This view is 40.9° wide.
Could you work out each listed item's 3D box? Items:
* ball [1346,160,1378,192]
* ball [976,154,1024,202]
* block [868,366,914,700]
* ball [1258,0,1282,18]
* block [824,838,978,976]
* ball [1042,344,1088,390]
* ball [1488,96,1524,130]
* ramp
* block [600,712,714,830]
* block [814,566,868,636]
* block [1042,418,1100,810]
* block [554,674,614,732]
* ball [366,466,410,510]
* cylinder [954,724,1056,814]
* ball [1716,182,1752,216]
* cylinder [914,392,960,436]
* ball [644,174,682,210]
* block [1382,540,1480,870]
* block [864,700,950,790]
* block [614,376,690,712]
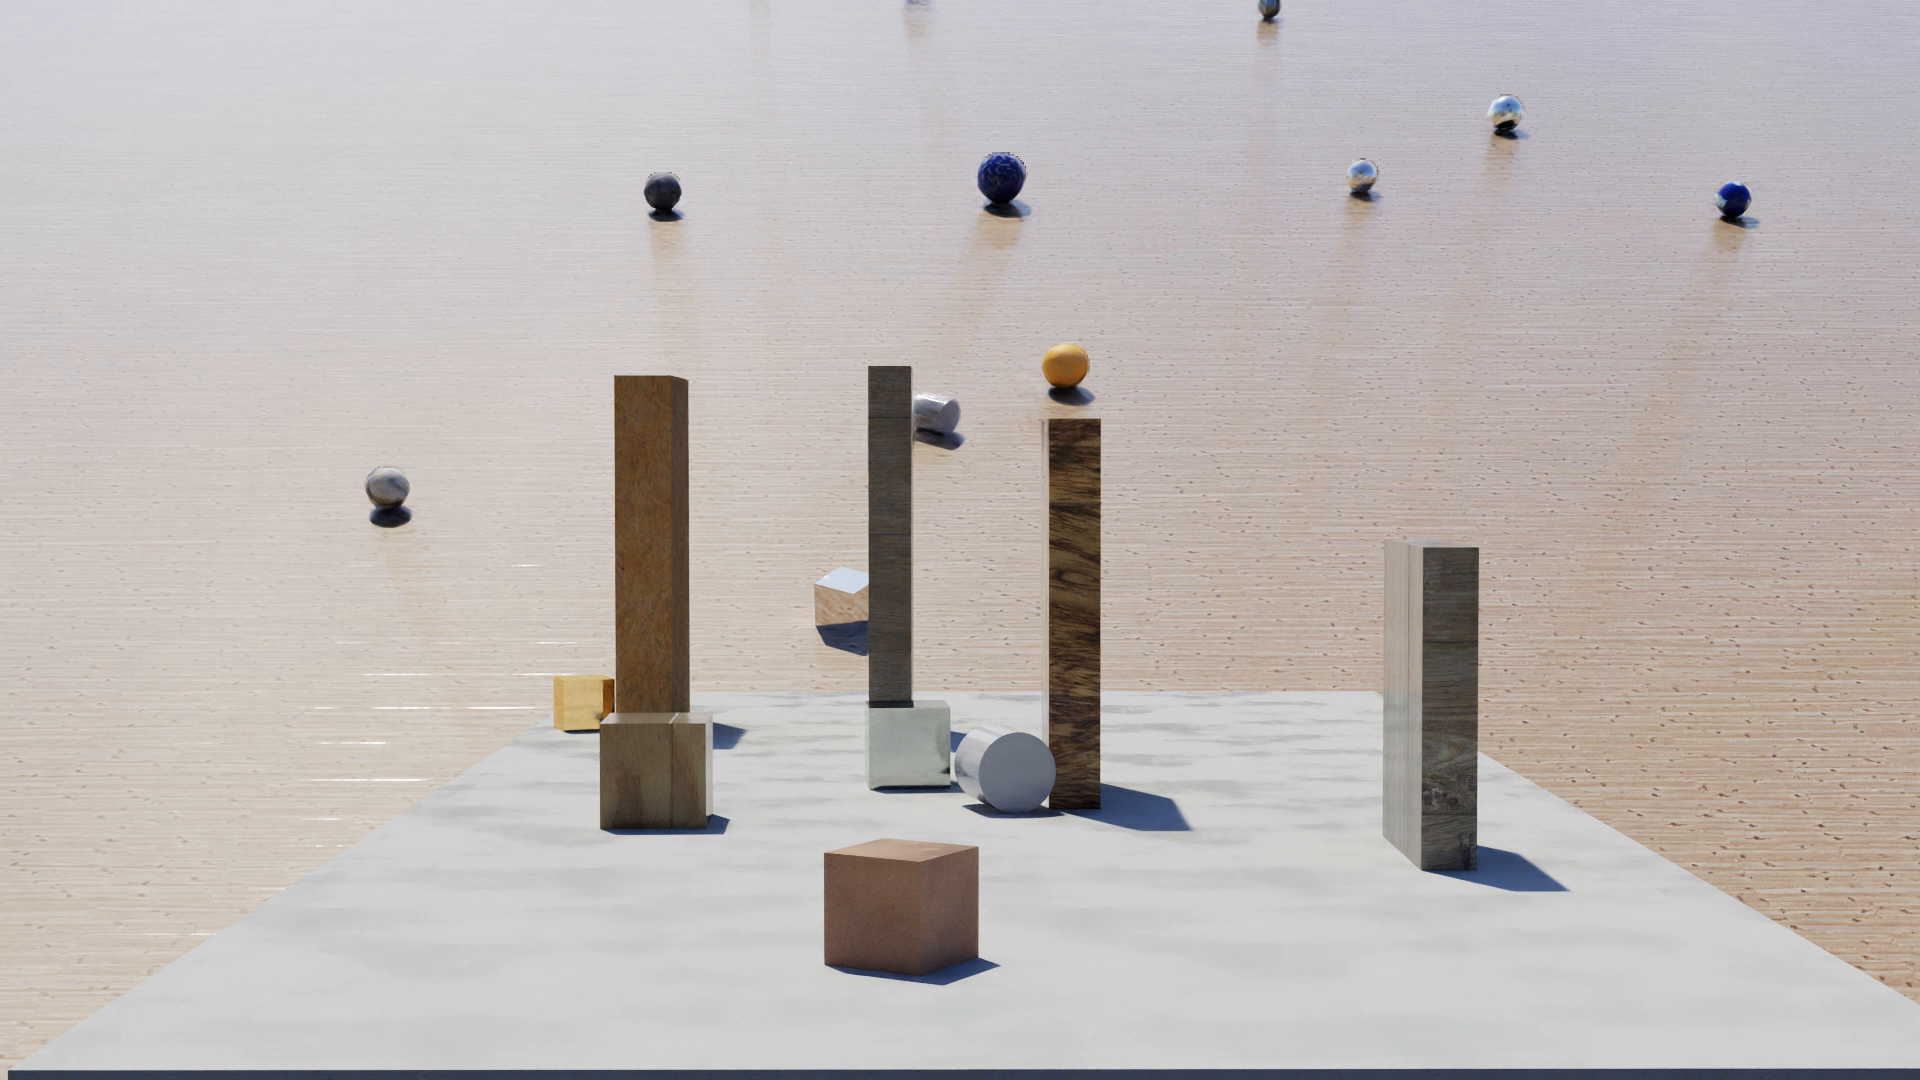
[{"bbox_3d":[1.691,-1.532,10.854,0.132,0.132,0.132,0,24,0],"label":"ball"},{"bbox_3d":[0.169,-1.503,10.705,0.202,0.202,0.202,0,24,0],"label":"ball"},{"bbox_3d":[-0.150,0.020,5.643,0.092,0.793,0.258,0,2,0],"label":"block"},{"bbox_3d":[1.657,-2.864,13.805,0.129,0.129,0.129,0,24,0],"label":"ball"},{"bbox_3d":[-0.069,0.437,3.086,0.134,0.134,0.134,1,2,31],"label":"block"},{"bbox_3d":[0.356,-0.589,8.739,0.155,0.155,0.155,0,24,0],"label":"ball"},{"bbox_3d":[2.487,-1.944,11.738,0.156,0.156,0.156,0,24,0],"label":"ball"},{"bbox_3d":[0.056,0.504,4.548,2.000,0.100,4.000,0,2,0],"label":"ramp"},{"bbox_3d":[-0.499,0.379,4.251,0.171,0.171,0.171,0,2,-2],"label":"block"},{"bbox_3d":[-0.310,0.168,7.092,0.129,0.129,0.129,14,28,28],"label":"block"},{"bbox_3d":[0.195,0.120,4.577,0.088,0.666,0.385,0,2,0],"label":"block"},{"bbox_3d":[-0.827,0.359,5.671,0.113,0.113,0.113,-1,2,-20],"label":"block"},{"bbox_3d":[-1.735,-0.157,7.811,0.130,0.130,0.130,0,24,0],"label":"ball"},{"bbox_3d":[0.076,0.390,4.404,0.138,0.138,0.138,-8,4,-17],"label":"cylinder"},{"bbox_3d":[3.163,-1.394,10.536,0.142,0.142,0.142,0,24,0],"label":"ball"},{"bbox_3d":[-0.084,-0.410,8.385,0.118,0.118,0.118,16,29,31],"label":"cylinder"},{"bbox_3d":[-1.224,-1.433,10.610,0.151,0.151,0.151,0,24,0],"label":"ball"},{"bbox_3d":[0.711,0.240,3.911,0.081,0.471,0.339,0,2,0],"label":"block"},{"bbox_3d":[-0.097,0.374,4.725,0.147,0.147,0.147,0,2,-5],"label":"block"},{"bbox_3d":[-0.684,0.026,5.743,0.122,0.774,0.367,0,2,0],"label":"block"}]
